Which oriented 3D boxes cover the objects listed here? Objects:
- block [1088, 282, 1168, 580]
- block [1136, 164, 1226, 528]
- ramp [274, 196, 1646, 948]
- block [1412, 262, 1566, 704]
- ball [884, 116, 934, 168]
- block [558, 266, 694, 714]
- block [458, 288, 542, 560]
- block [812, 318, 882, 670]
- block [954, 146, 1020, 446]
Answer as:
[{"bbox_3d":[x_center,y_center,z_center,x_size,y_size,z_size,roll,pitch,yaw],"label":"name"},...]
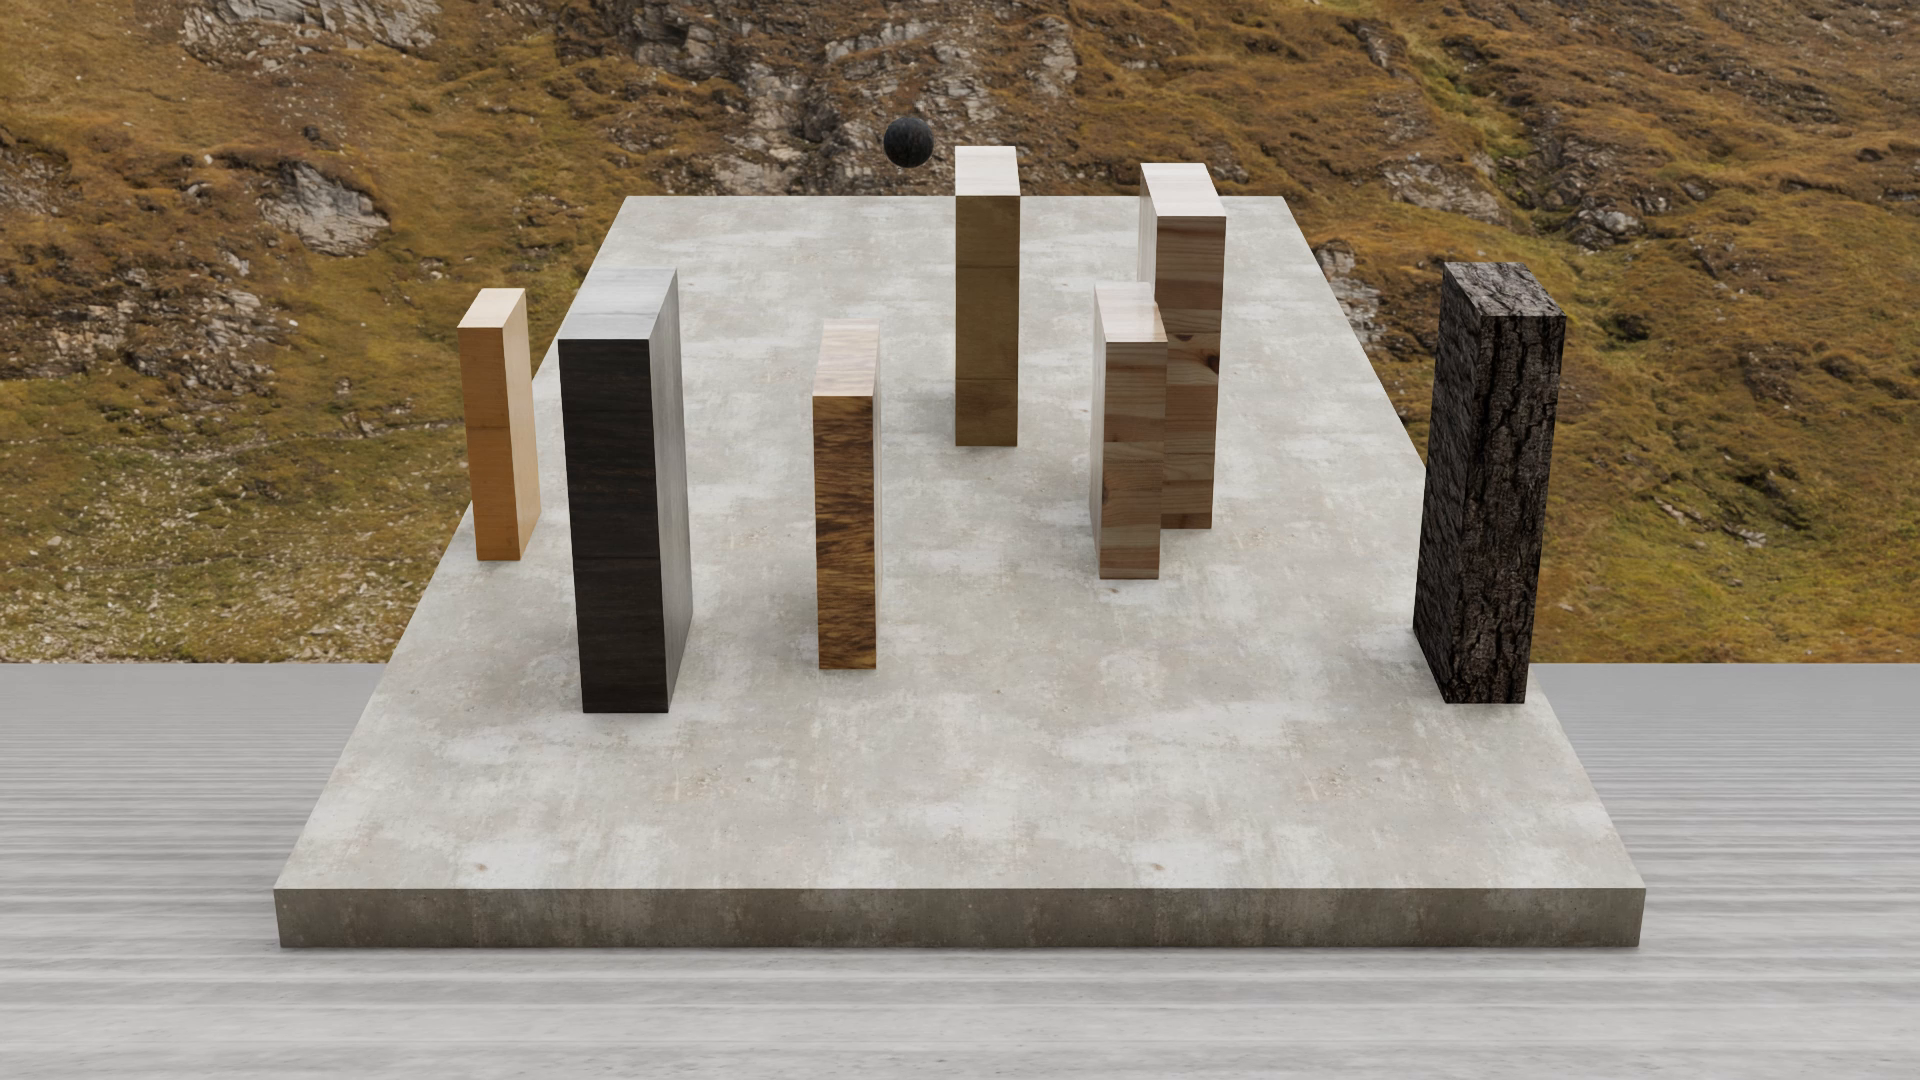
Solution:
[{"bbox_3d":[0.321,-0.217,4.471,0.112,0.473,0.380,0,23,0],"label":"block"},{"bbox_3d":[0.437,-0.399,4.687,0.131,0.641,0.418,0,23,0],"label":"block"},{"bbox_3d":[-0.007,-0.225,5.225,2.000,0.100,4.000,0,23,0],"label":"ramp"},{"bbox_3d":[0.889,-0.097,3.918,0.135,0.685,0.302,0,23,0],"label":"block"},{"bbox_3d":[-0.152,-1.177,6.837,0.150,0.150,0.150,0,-3,0],"label":"ball"},{"bbox_3d":[-0.561,-0.091,3.933,0.143,0.657,0.406,0,23,0],"label":"block"},{"bbox_3d":[-0.891,-0.226,4.488,0.084,0.471,0.248,0,23,0],"label":"block"},{"bbox_3d":[-0.196,-0.090,4.128,0.100,0.504,0.427,0,23,0],"label":"block"},{"bbox_3d":[0.057,-0.549,5.144,0.135,0.560,0.441,0,23,0],"label":"block"}]
